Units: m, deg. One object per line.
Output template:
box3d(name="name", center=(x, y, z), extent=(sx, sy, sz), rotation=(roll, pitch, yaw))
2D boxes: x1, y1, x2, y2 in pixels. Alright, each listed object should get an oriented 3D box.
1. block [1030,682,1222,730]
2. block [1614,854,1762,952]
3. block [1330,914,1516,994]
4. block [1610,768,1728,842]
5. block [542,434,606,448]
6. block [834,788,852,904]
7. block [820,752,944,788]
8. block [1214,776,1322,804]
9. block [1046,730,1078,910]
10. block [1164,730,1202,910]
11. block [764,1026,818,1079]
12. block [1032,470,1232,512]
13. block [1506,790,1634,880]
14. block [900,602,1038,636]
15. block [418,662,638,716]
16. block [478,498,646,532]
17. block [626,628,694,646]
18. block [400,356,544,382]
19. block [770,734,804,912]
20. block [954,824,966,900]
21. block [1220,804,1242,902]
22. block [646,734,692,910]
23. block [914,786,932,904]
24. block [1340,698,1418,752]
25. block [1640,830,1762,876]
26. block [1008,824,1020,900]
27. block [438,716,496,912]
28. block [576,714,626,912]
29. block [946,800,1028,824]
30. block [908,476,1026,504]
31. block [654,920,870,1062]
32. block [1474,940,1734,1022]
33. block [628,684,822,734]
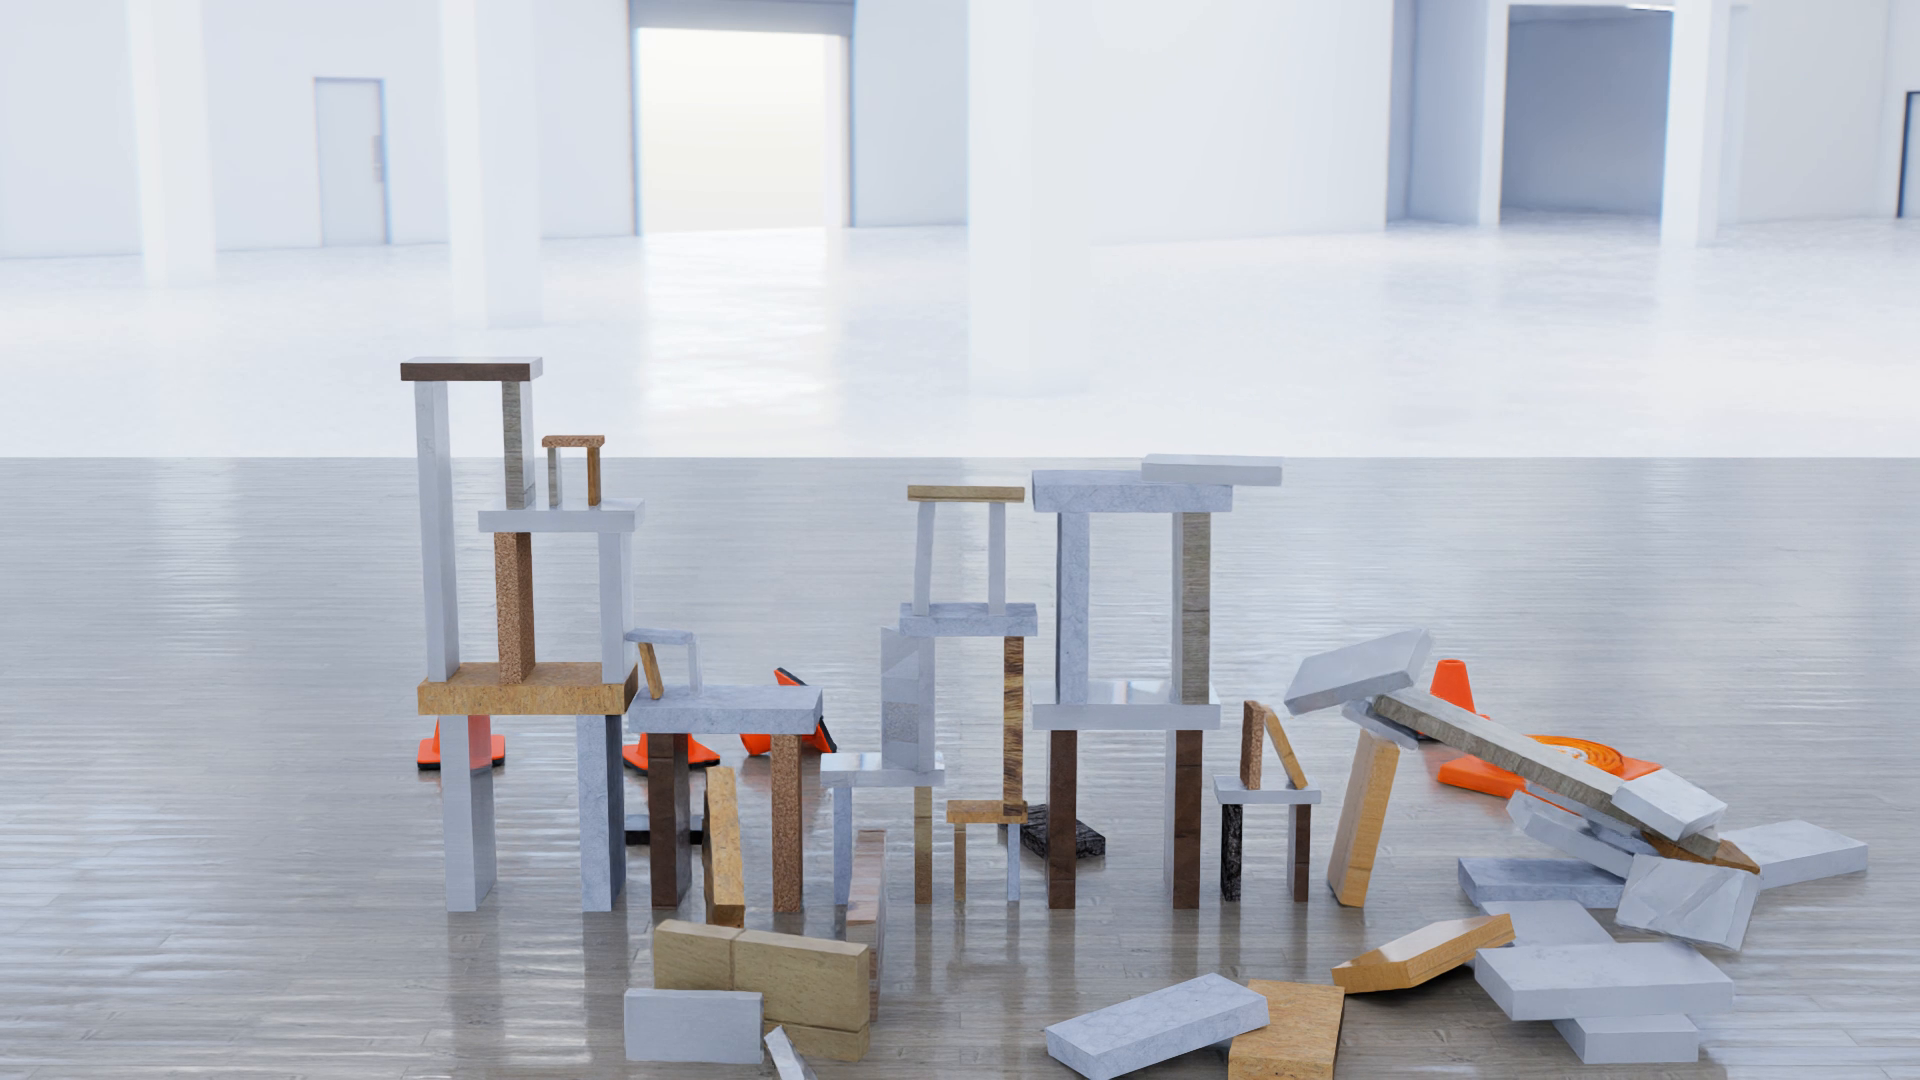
box3d(name="block", center=(0.268, 0.271, 3.612), extent=(0.302, 0.043, 0.151), rotation=(0, 11, 0))
box3d(name="block", center=(1.063, 0.529, 3.221), extent=(0.031, 0.111, 0.221), rotation=(26, -12, -23))
box3d(name="block", center=(0.694, 0.618, 3.286), extent=(0.274, 0.039, 0.137), rotation=(-10, -6, -43))
box3d(name="block", center=(1.154, 0.429, 3.575), extent=(0.118, 0.033, 0.236), rotation=(32, 19, 29))
box3d(name="block", center=(-0.621, -0.159, 3.534), extent=(0.095, 0.013, 0.047), rotation=(0, 11, -1))
box3d(name="block", center=(-0.195, 0.491, 3.650), extent=(0.029, 0.202, 0.101), rotation=(0, 11, -2))
box3d(name="block", center=(-0.128, 0.379, 3.625), extent=(0.202, 0.029, 0.101), rotation=(0, 11, -3))
box3d(name="block", center=(0.507, 0.413, 3.639), extent=(0.167, 0.024, 0.084), rotation=(0, 11, 0))
box3d(name="block", center=(0.167, 0.441, 3.643), extent=(0.043, 0.302, 0.151), rotation=(0, 11, 0))
box3d(name="block", center=(0.369, 0.441, 3.643), extent=(0.043, 0.302, 0.151), rotation=(0, 11, -1))
box3d(name="block", center=(-0.199, 0.700, 2.812), extent=(0.027, 0.094, 0.187), rotation=(-33, 17, -7))
box3d(name="block", center=(0.275, -0.080, 3.550), extent=(0.312, 0.044, 0.156), rotation=(0, 11, 0))
box3d(name="block", center=(1.050, 0.503, 3.648), extent=(0.272, 0.039, 0.136), rotation=(24, 10, -2))
box3d(name="block", center=(0.013, 0.129, 3.585), extent=(0.222, 0.031, 0.111), rotation=(0, 11, 0))
box3d(name="block", center=(-0.704, 0.242, 3.603), extent=(0.330, 0.047, 0.165), rotation=(0, 11, -1))
box3d(name="block", center=(-0.640, -0.041, 3.548), extent=(0.248, 0.035, 0.124), rotation=(0, 11, 0))
box3d(name="block", center=(-0.487, 0.156, 3.574), extent=(0.095, 0.014, 0.048), rotation=(3, 11, 15))
box3d(name="block", center=(-0.777, -0.273, 3.505), extent=(0.204, 0.029, 0.102), rotation=(0, 11, 1))
box3d(name="block", center=(-0.285, 0.445, 3.631), extent=(0.042, 0.299, 0.149), rotation=(0, 11, -2))
box3d(name="block", center=(0.000, 0.525, 3.656), extent=(0.019, 0.133, 0.067), rotation=(0, 11, 0))
box3d(name="block", center=(0.451, 0.507, 3.657), extent=(0.024, 0.167, 0.084), rotation=(0, 11, 0))
box3d(name="block", center=(-0.480, 0.444, 3.637), extent=(0.042, 0.299, 0.149), rotation=(0, 11, 2))
box3d(name="block", center=(-0.060, 0.491, 3.650), extent=(0.029, 0.202, 0.101), rotation=(0, 11, 0))
box3d(name="block", center=(0.691, 0.297, 3.627), extent=(0.134, 0.019, 0.067), rotation=(26, 22, -1))
box3d(name="block", center=(1.220, 0.512, 3.625), extent=(0.178, 0.025, 0.089), rotation=(15, 18, -19))
box3d(name="block", center=(0.089, 0.525, 3.656), extent=(0.019, 0.133, 0.067), rotation=(0, 11, 0))
box3d(name="block", center=(-0.813, 0.428, 3.637), extent=(0.047, 0.330, 0.165), rotation=(0, 11, 0))
box3d(name="block", center=(-0.592, 0.428, 3.637), extent=(0.047, 0.330, 0.165), rotation=(0, 11, 0))
box3d(name="block", center=(0.045, 0.450, 3.642), extent=(0.133, 0.019, 0.067), rotation=(0, 11, 1))
box3d(name="block", center=(0.011, -0.081, 3.538), extent=(0.186, 0.026, 0.093), rotation=(1, 11, 2))
box3d(name="block", center=(-0.277, 0.625, 3.059), extent=(0.307, 0.153, 0.043), rotation=(4, 11, 19))
box3d(name="block", center=(0.910, 0.624, 3.120), extent=(0.315, 0.045, 0.157), rotation=(-1, 11, -6))
box3d(name="block", center=(-0.381, 0.277, 3.603), extent=(0.299, 0.042, 0.149), rotation=(0, 11, 2))
